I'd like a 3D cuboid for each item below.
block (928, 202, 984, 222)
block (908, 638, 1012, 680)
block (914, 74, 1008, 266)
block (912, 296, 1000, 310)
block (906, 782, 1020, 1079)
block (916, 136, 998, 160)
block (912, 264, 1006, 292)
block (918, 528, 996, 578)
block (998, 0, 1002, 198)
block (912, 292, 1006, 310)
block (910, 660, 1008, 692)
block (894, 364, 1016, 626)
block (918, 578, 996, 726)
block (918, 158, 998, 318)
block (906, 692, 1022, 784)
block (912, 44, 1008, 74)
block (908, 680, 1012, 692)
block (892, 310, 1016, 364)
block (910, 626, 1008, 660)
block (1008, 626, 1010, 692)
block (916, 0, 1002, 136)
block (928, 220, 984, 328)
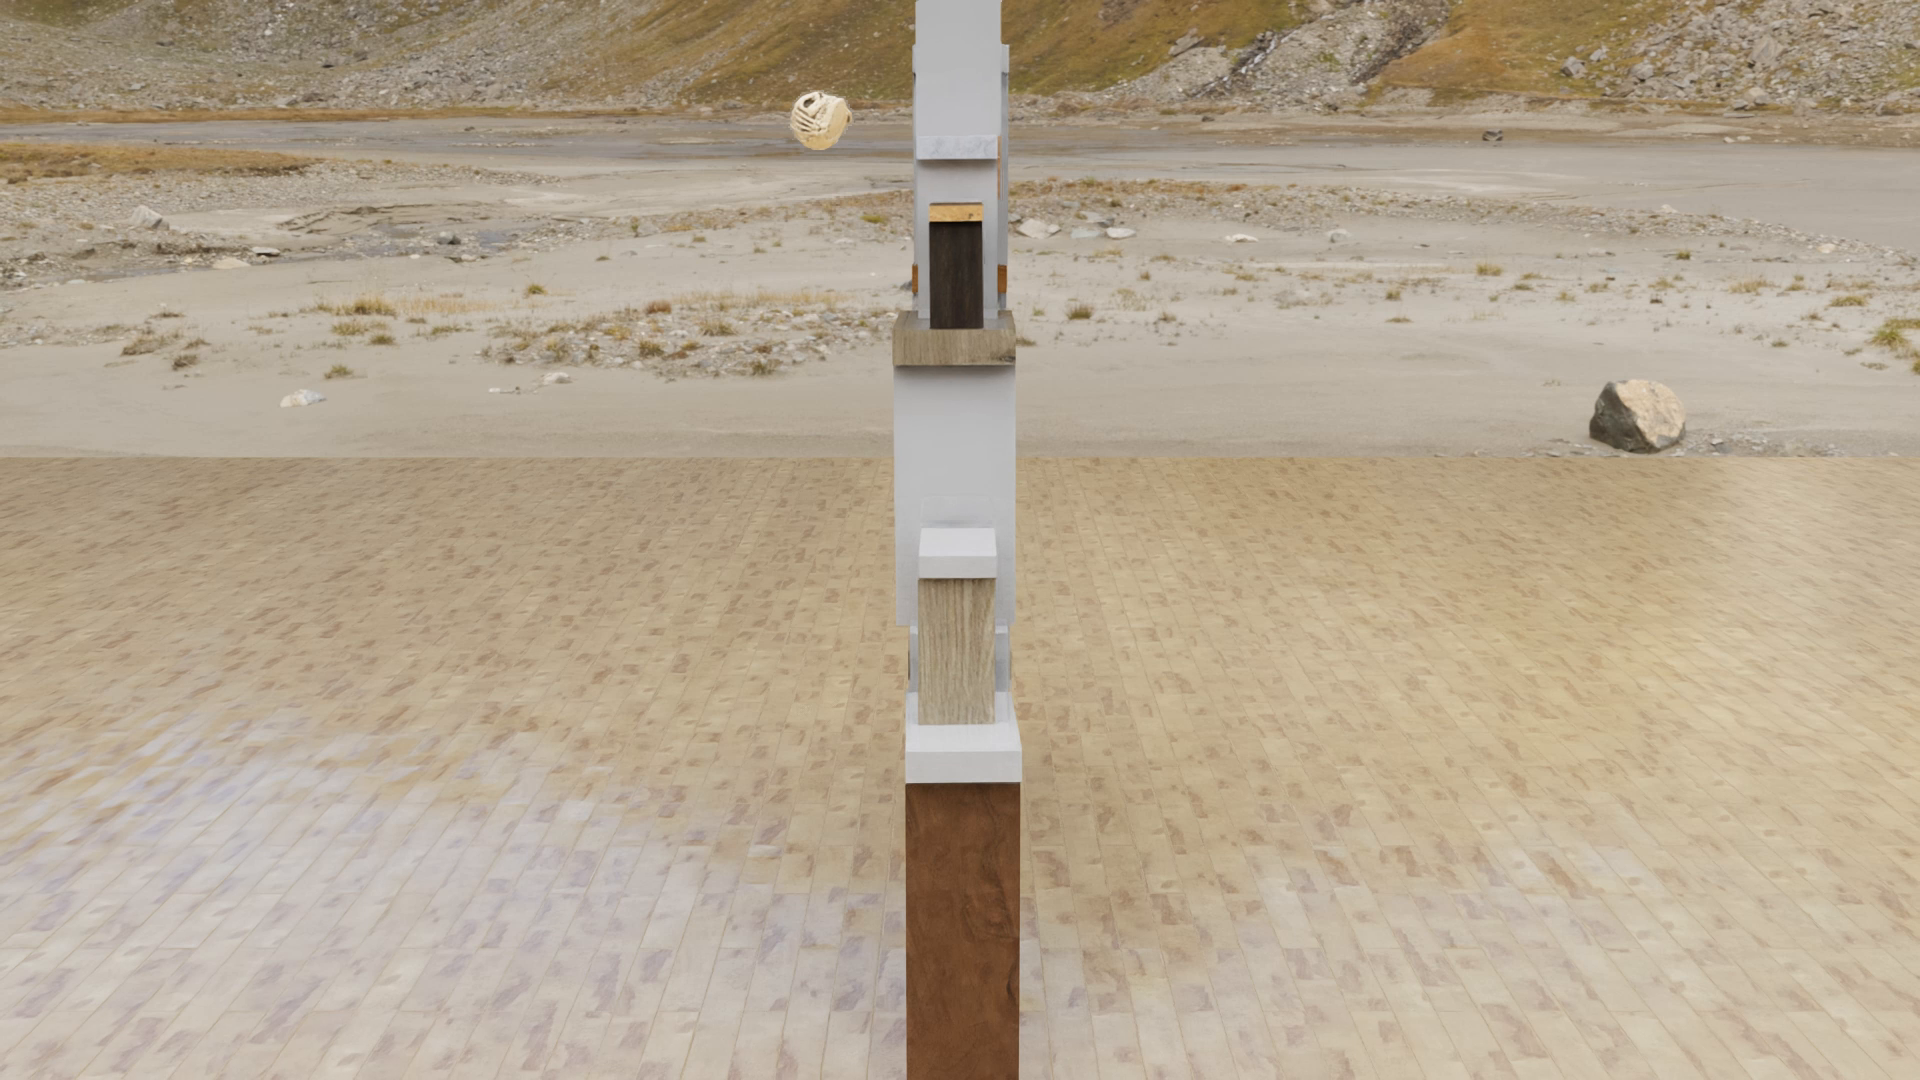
[{"bbox_3d":[-0.005,-0.447,2.992,0.072,0.020,0.143,-1,11,1],"label":"block"},{"bbox_3d":[0.001,0.179,3.846,0.174,0.049,0.347,0,11,0],"label":"block"},{"bbox_3d":[0.001,-0.629,3.734,0.160,0.320,0.045,0,11,0],"label":"block"},{"bbox_3d":[-0.006,-0.368,3.586,0.139,0.039,0.277,0,11,0],"label":"block"},{"bbox_3d":[0.004,0.517,2.824,0.145,0.453,0.041,0,11,0],"label":"block"},{"bbox_3d":[-0.004,-0.565,3.161,0.112,0.032,0.223,0,10,0],"label":"block"},{"bbox_3d":[-0.001,-0.470,3.880,0.160,0.045,0.320,0,10,0],"label":"block"},{"bbox_3d":[-0.003,0.016,2.889,0.099,0.028,0.198,0,10,0],"label":"block"},{"bbox_3d":[0.002,-0.684,3.309,0.121,0.337,0.034,1,11,2],"label":"block"},{"bbox_3d":[-0.001,-0.271,3.808,0.160,0.320,0.045,0,10,0],"label":"block"},{"bbox_3d":[-0.001,0.340,3.089,0.135,0.375,0.038,0,10,0],"label":"block"},{"bbox_3d":[-0.007,-0.065,3.036,0.166,0.365,0.047,0,11,0],"label":"block"},{"bbox_3d":[-0.005,0.140,2.845,0.099,0.198,0.028,0,11,-1],"label":"block"},{"bbox_3d":[-0.003,-0.426,3.111,0.112,0.223,0.032,0,10,0],"label":"block"},{"bbox_3d":[0.001,0.256,2.875,0.145,0.041,0.290,0,11,-1],"label":"block"},{"bbox_3d":[0.001,-0.827,3.805,0.160,0.045,0.320,0,10,0],"label":"block"},{"bbox_3d":[0.001,0.395,3.769,0.174,0.347,0.049,0,11,0],"label":"block"},{"bbox_3d":[-0.007,-0.288,3.107,0.166,0.047,0.331,0,10,0],"label":"block"},{"bbox_3d":[-0.002,0.120,3.140,0.135,0.038,0.269,0,11,0],"label":"block"},{"bbox_3d":[0.001,0.223,3.352,0.149,0.299,0.042,0,10,1],"label":"block"},{"bbox_3d":[-0.002,-0.700,3.140,0.121,0.242,0.034,0,11,0],"label":"block"},{"bbox_3d":[-0.005,-0.358,2.959,0.072,0.143,0.020,-1,10,1],"label":"block"}]
